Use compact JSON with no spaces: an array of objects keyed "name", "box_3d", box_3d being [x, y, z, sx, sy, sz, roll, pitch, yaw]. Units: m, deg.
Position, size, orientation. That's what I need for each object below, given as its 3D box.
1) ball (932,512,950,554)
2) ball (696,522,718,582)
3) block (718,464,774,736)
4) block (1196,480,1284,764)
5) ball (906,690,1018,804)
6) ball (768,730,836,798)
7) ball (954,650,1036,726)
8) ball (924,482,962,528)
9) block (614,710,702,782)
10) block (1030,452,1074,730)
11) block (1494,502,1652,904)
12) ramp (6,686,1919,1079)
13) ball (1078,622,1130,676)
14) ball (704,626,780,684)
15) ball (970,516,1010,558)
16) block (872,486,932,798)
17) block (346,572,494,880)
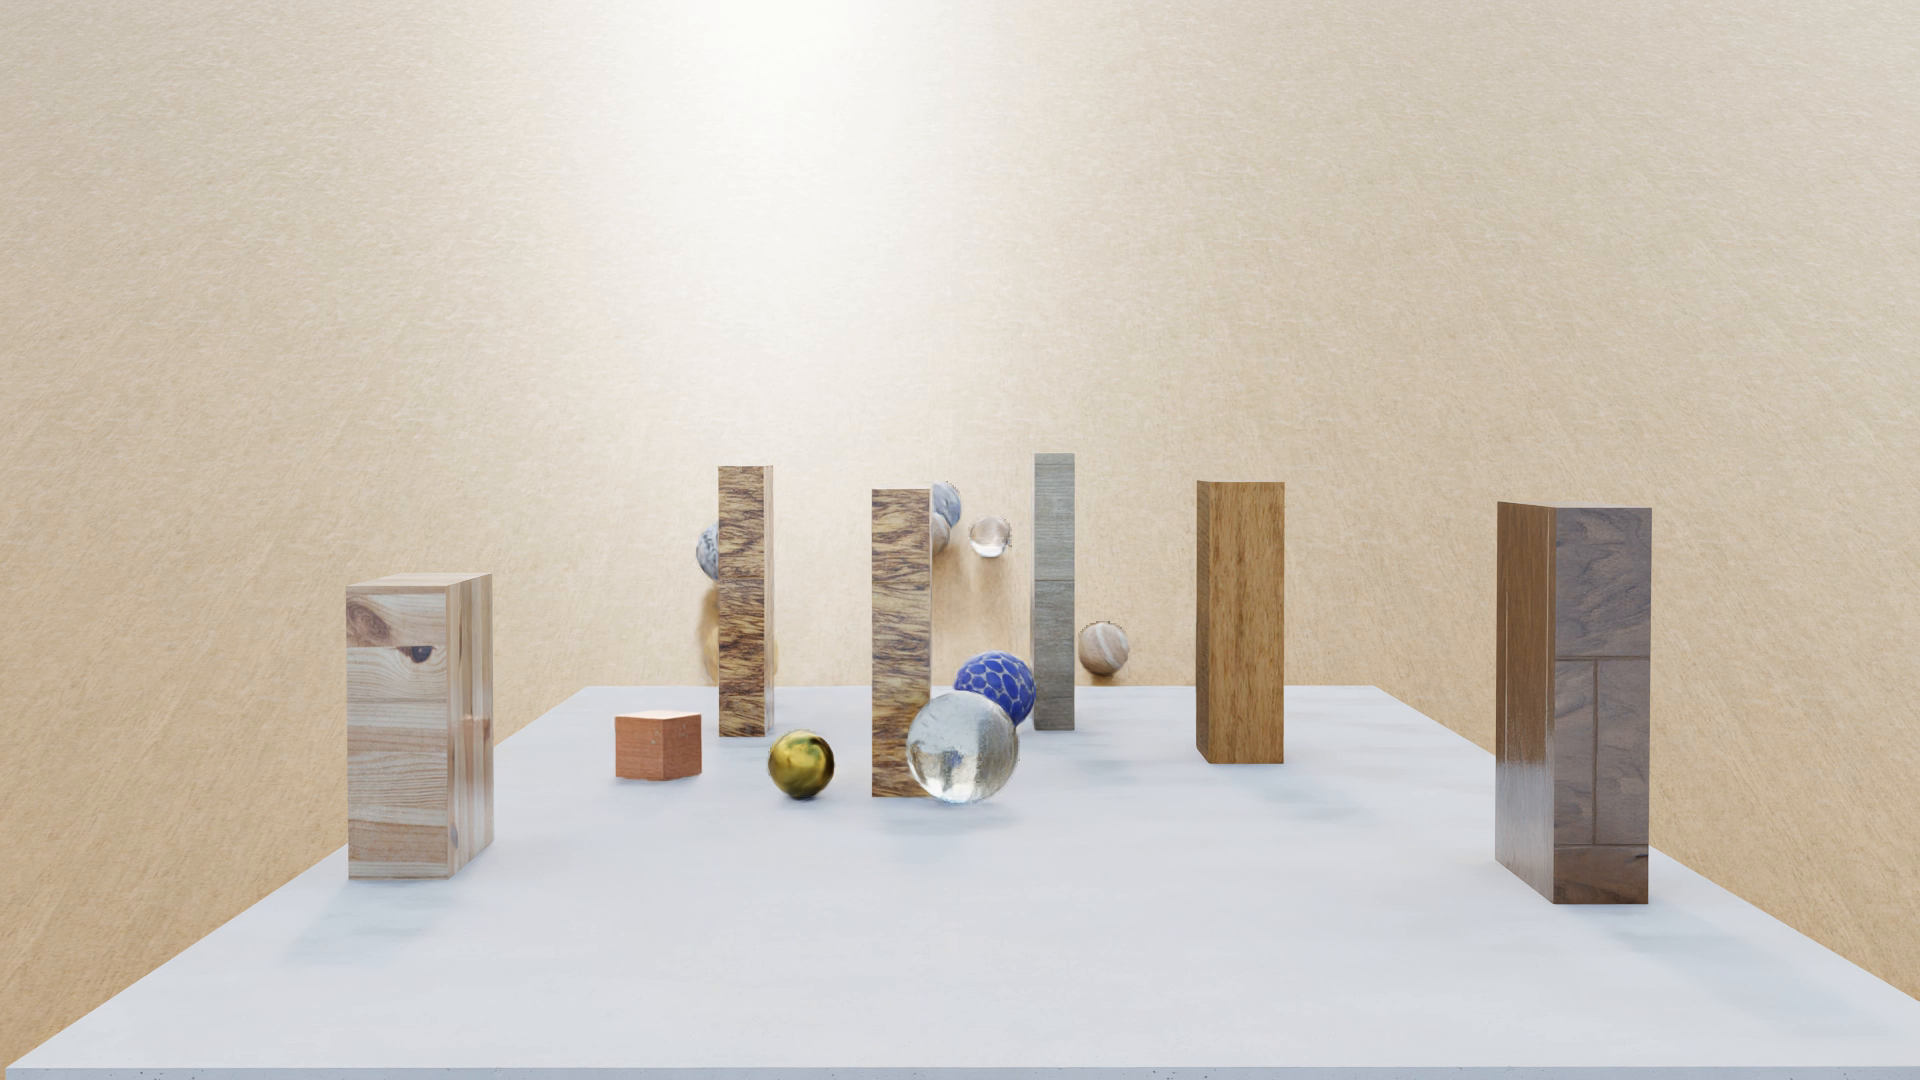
[{"name":"ball","box_3d":[-0.089,-0.020,7.501,0.123,0.123,0.123,0,24,0]},{"name":"ball","box_3d":[-0.659,0.034,7.311,0.180,0.180,0.180,0,24,0]},{"name":"block","box_3d":[-0.458,0.124,5.542,0.096,0.569,0.292,0,2,0]},{"name":"block","box_3d":[0.550,0.154,5.071,0.144,0.541,0.264,0,2,0]},{"name":"ball","box_3d":[0.004,0.354,4.401,0.193,0.193,0.193,0,24,0]},{"name":"ball","box_3d":[-0.275,0.390,4.477,0.116,0.116,0.116,0,24,0]},{"name":"ball","box_3d":[0.074,0.323,5.479,0.175,0.175,0.175,0,24,0]},{"name":"ball","box_3d":[-0.071,-0.096,7.637,0.154,0.154,0.154,0,24,0]},{"name":"block","box_3d":[-0.560,0.380,4.777,0.113,0.113,0.113,1,3,32]},{"name":"block","box_3d":[0.202,0.105,5.674,0.086,0.595,0.325,0,2,0]},{"name":"block","box_3d":[0.855,0.215,3.615,0.127,0.530,0.373,0,2,0]},{"name":"ramp","box_3d":[0.055,0.496,4.544,2.000,0.100,4.000,0,2,0]},{"name":"ball","box_3d":[0.377,0.287,6.788,0.138,0.138,0.138,0,24,0]},{"name":"ball","box_3d":[-0.536,0.284,6.337,0.189,0.189,0.189,0,24,0]},{"name":"ball","box_3d":[0.088,-0.010,7.483,0.120,0.120,0.120,0,24,0]},{"name":"block","box_3d":[-0.103,0.172,4.676,0.101,0.537,0.408,0,2,0]},{"name":"block","box_3d":[-0.793,0.266,3.808,0.141,0.416,0.363,0,2,0]}]
